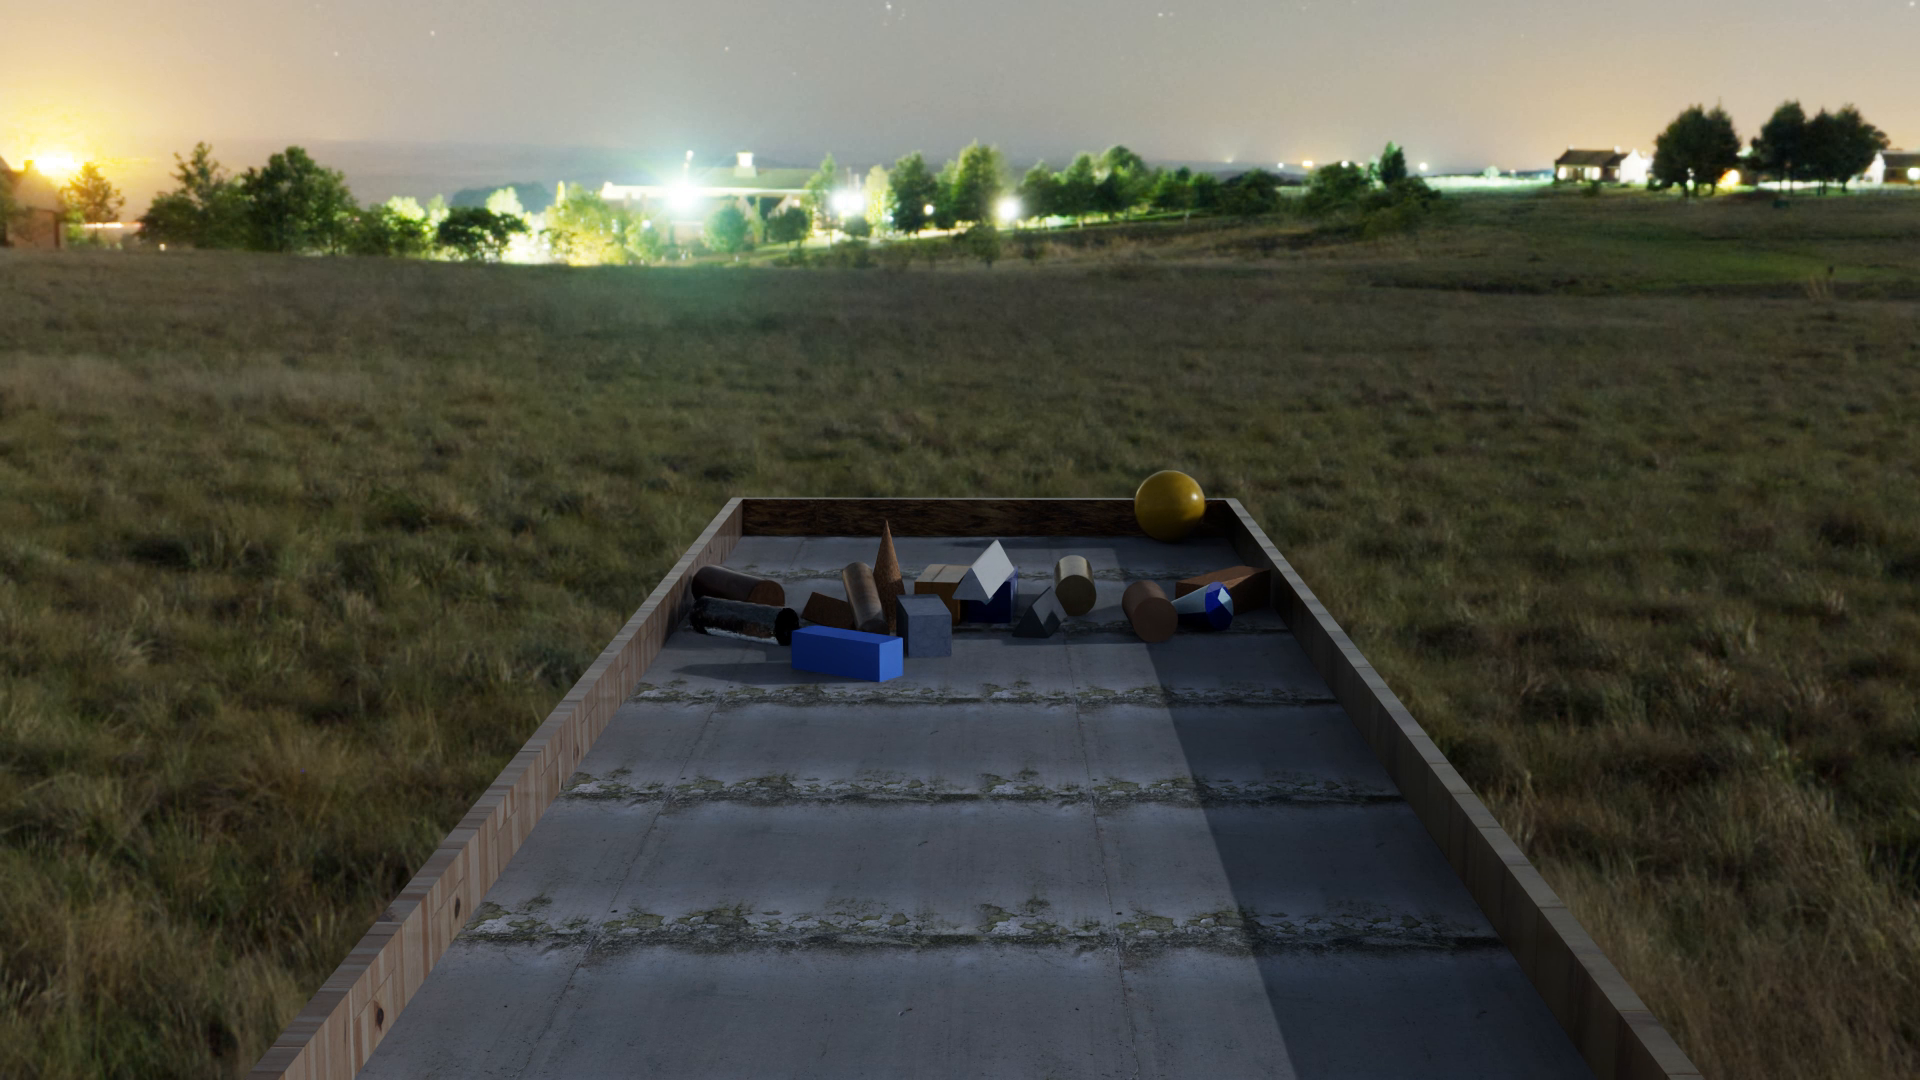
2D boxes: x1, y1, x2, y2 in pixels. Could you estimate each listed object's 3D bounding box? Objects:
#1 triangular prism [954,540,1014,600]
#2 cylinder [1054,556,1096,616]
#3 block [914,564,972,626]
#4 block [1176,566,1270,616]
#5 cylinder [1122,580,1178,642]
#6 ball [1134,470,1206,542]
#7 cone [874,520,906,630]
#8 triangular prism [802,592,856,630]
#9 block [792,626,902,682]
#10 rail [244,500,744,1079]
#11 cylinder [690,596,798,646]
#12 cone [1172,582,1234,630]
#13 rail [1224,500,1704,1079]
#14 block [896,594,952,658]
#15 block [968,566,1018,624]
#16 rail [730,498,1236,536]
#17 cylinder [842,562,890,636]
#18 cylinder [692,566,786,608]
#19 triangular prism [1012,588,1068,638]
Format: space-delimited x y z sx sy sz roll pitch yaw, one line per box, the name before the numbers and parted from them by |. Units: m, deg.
triangular prism | 0.078 0.093 7.198 0.119 0.103 0.416 3 13 12
cylinder | 0.395 0.155 7.590 0.139 0.139 0.420 0 9 2
block | -0.054 0.183 7.390 0.145 0.145 0.344 1 9 8
block | 0.894 0.183 7.453 0.127 0.127 0.411 7 11 37
cylinder | 0.612 0.229 7.099 0.146 0.146 0.309 0 9 -2
ball | 0.856 -0.139 8.958 0.291 0.291 0.291 0 9 0
cone | -0.240 0.104 7.216 0.174 0.355 0.174 0 9 0
triangular prism | -0.406 0.235 7.243 0.097 0.084 0.319 -6 11 -32
block | -0.336 0.336 6.528 0.330 0.114 0.114 6 11 35
rail | -1.004 0.839 3.234 0.050 0.150 12.000 0 9 1
cylinder | -0.687 0.257 6.999 0.349 0.121 0.121 6 11 35
cone | 0.718 0.237 7.261 0.333 0.161 0.161 -10 0 40
rail | 1.046 0.843 3.208 0.050 0.150 12.000 0 9 1
block | -0.115 0.267 6.897 0.133 0.133 0.347 -1 9 -8
block | 0.114 0.181 7.418 0.140 0.140 0.302 1 9 6
rail | 0.099 -0.098 9.147 2.100 0.150 0.050 0 9 1
cylinder | -0.302 0.205 7.015 0.101 0.101 0.383 -2 28 -11
cylinder | -0.749 0.181 7.408 0.144 0.144 0.375 -7 11 -36
triangular prism | 0.264 0.232 7.198 0.118 0.102 0.358 2 9 12
